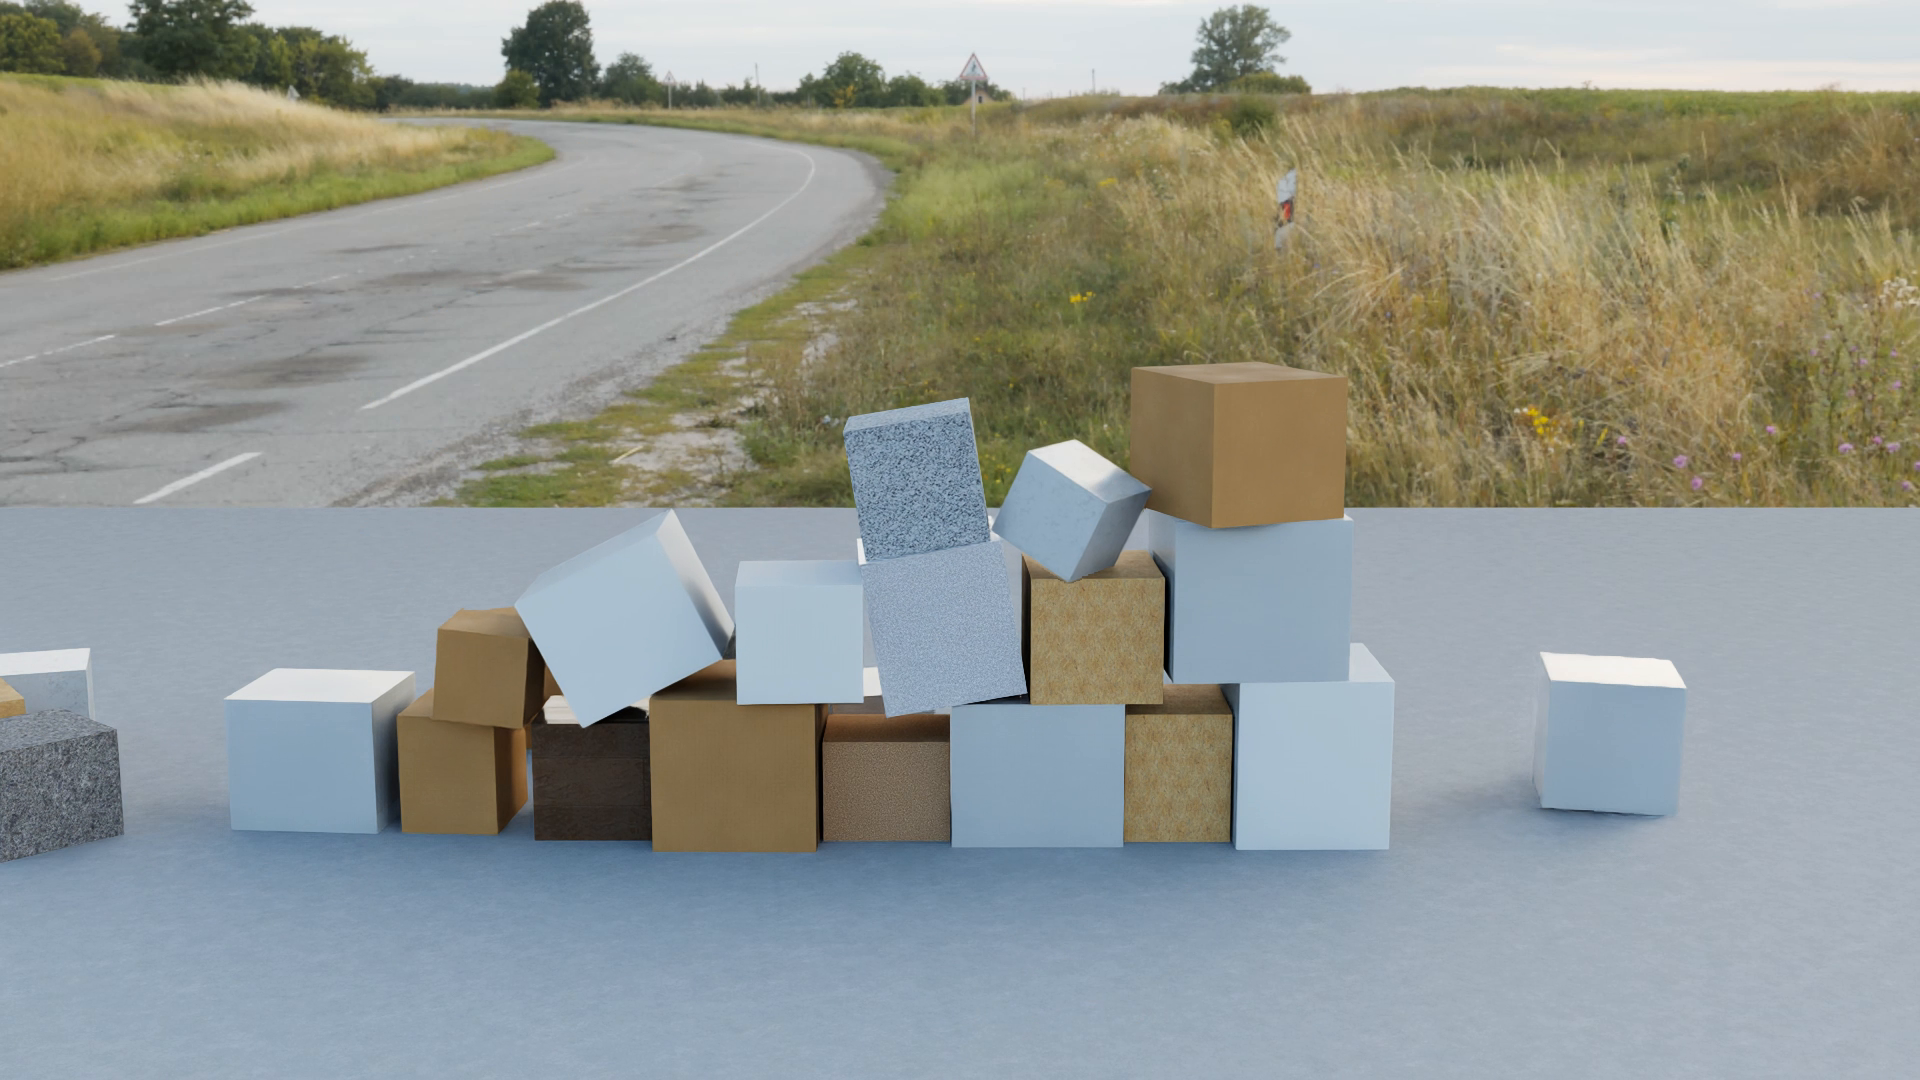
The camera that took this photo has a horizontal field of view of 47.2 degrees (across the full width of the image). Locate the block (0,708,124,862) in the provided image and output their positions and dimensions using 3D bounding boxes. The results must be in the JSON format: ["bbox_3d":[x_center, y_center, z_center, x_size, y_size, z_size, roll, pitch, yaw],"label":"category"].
[{"bbox_3d":[-4.745,1.239,11.205,0.641,0.554,0.664,10,14,43],"label":"block"}]

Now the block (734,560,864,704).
[{"bbox_3d":[-0.804,0.454,11.065,0.619,0.589,0.660,-1,10,-3],"label":"block"}]

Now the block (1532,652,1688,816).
[{"bbox_3d":[3.492,1.039,11.869,0.688,0.697,0.647,3,11,10],"label":"block"}]

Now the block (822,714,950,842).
[{"bbox_3d":[-0.372,1.224,11.385,0.641,0.519,0.552,0,10,0],"label":"block"}]

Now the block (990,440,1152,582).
[{"bbox_3d":[0.557,-0.152,10.938,0.489,0.459,0.506,34,24,21],"label":"block"}]

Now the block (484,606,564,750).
[{"bbox_3d":[-2.557,0.807,13.192,0.702,0.692,0.749,-6,12,-31],"label":"block"}]

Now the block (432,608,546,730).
[{"bbox_3d":[-2.385,0.651,11.193,0.456,0.468,0.466,6,11,1],"label":"block"}]

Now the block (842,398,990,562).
[{"bbox_3d":[-0.211,-0.313,11.045,0.622,0.649,0.602,-9,10,2],"label":"block"}]

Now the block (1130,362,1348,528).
[{"bbox_3d":[1.378,-0.491,10.981,0.746,0.695,0.835,-4,11,-23],"label":"block"}]

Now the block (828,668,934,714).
[{"bbox_3d":[-0.498,1.050,12.289,0.570,0.537,0.630,-3,11,-16],"label":"block"}]

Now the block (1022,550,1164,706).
[{"bbox_3d":[0.666,0.436,11.249,0.659,0.638,0.758,0,10,-2],"label":"block"}]

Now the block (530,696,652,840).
[{"bbox_3d":[-1.852,1.174,11.392,0.614,0.614,0.567,0,10,0],"label":"block"}]

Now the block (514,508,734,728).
[{"bbox_3d":[-1.696,0.387,11.251,0.788,0.708,0.755,-26,10,4],"label":"block"}]

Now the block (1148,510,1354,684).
[{"bbox_3d":[1.461,0.227,11.228,0.876,0.808,0.897,-1,10,-3],"label":"block"}]

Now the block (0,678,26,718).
[{"bbox_3d":[-5.311,1.120,11.708,0.545,0.607,0.569,-7,12,-34],"label":"block"}]

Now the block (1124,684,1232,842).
[{"bbox_3d":[1.099,1.147,11.396,0.537,0.666,0.628,0,10,0],"label":"block"}]

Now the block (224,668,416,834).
[{"bbox_3d":[-3.343,1.100,11.577,0.774,0.693,0.664,1,10,5],"label":"block"}]

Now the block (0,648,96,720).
[{"bbox_3d":[-5.310,0.971,12.693,0.554,0.547,0.573,-4,11,-19],"label":"block"}]

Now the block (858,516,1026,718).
[{"bbox_3d":[-0.102,0.377,11.201,0.710,0.782,0.751,-10,10,-2],"label":"block"}]

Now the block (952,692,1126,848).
[{"bbox_3d":[0.390,1.114,11.371,0.862,0.740,0.758,0,10,0],"label":"block"}]

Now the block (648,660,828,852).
[{"bbox_3d":[-1.119,1.098,11.350,0.818,0.779,0.878,0,10,1],"label":"block"}]

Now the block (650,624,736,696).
[{"bbox_3d":[-1.620,0.865,13.026,0.620,0.638,0.695,5,11,24],"label":"block"}]

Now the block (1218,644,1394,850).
[{"bbox_3d":[1.765,1.051,11.371,0.767,0.864,0.855,0,10,0],"label":"block"}]

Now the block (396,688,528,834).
[{"bbox_3d":[-2.597,1.149,11.515,0.499,0.620,0.600,1,10,4],"label":"block"}]
